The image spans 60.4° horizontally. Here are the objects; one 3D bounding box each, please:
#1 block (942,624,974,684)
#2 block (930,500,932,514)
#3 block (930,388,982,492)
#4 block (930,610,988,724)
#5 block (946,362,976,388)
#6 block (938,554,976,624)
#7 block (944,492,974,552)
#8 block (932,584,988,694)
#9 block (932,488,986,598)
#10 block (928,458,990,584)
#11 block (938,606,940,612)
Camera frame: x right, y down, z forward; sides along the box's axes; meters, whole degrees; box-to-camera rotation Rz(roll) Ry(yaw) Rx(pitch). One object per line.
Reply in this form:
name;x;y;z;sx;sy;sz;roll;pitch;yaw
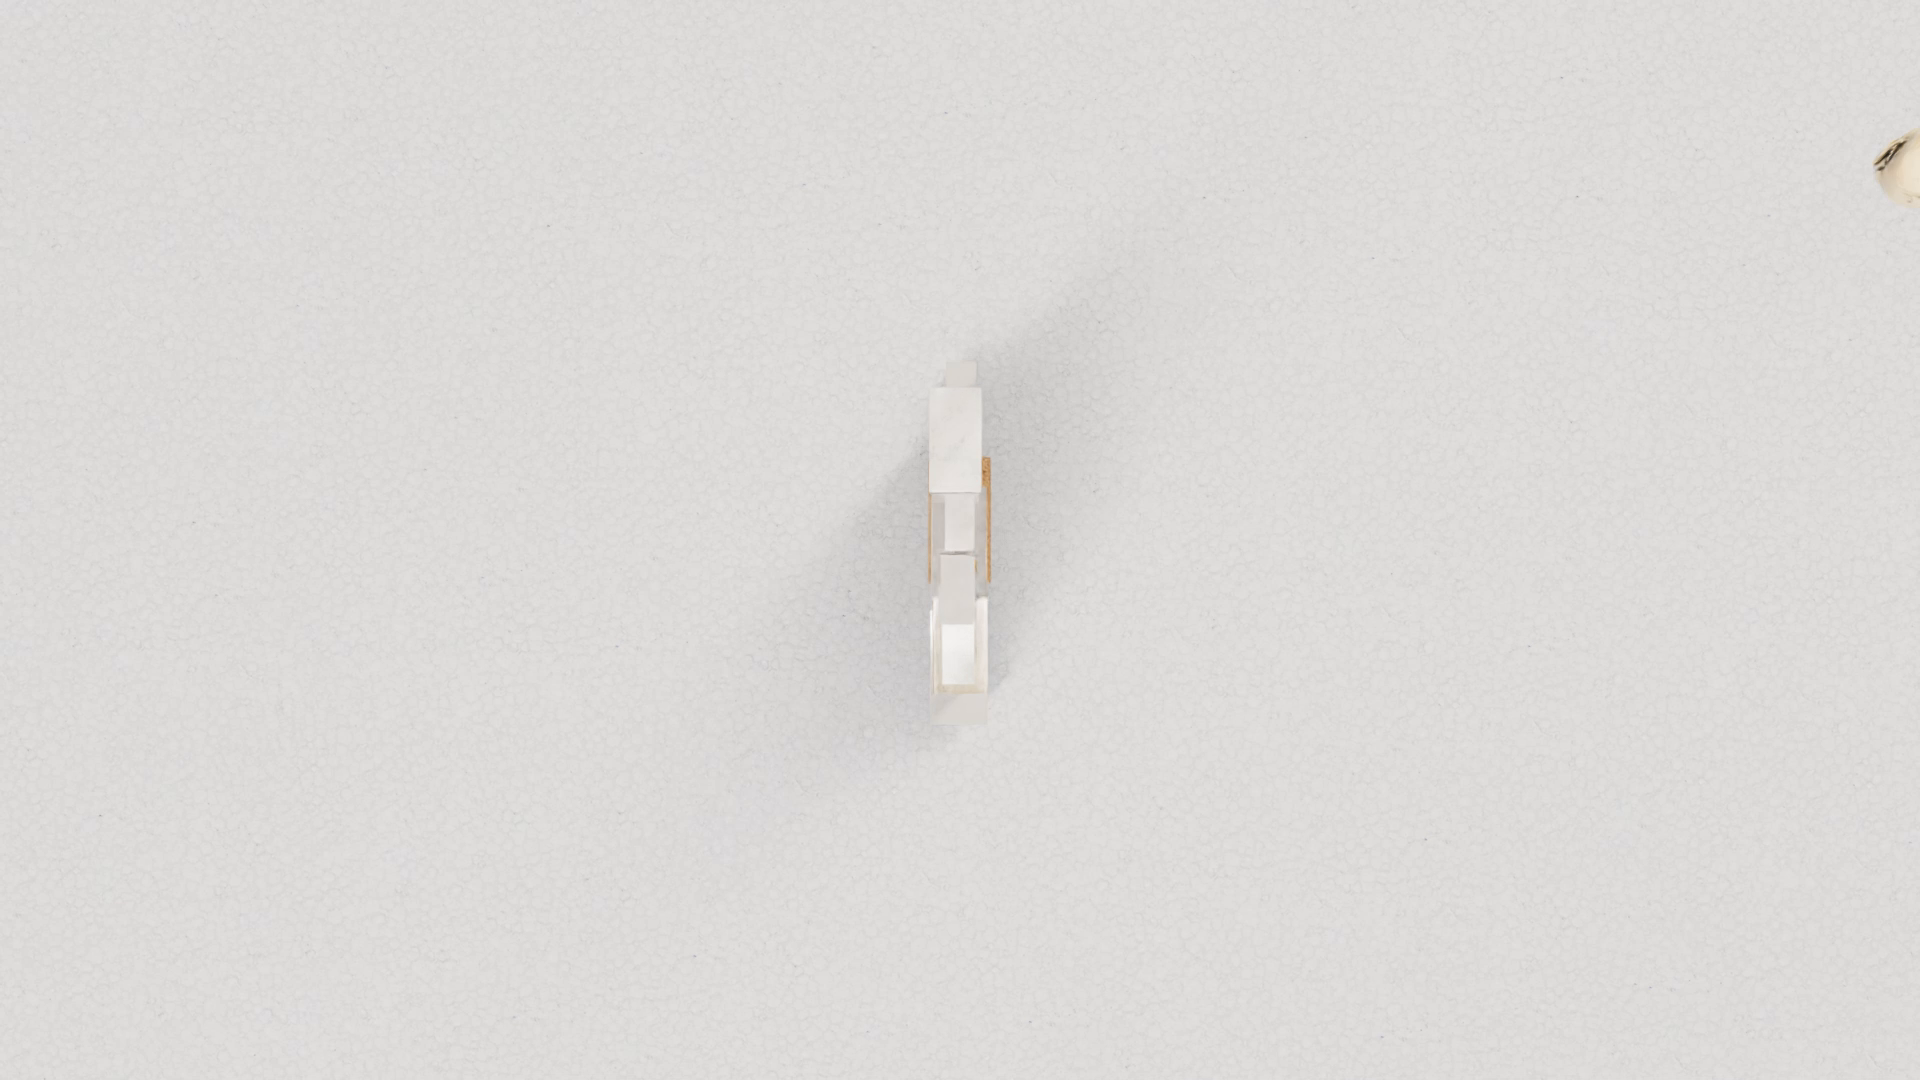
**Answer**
block;-0.004;0.287;4.256;0.084;0.024;0.168;0;90;0
block;-0.005;-0.084;4.312;0.138;0.276;0.039;0;90;0
block;-0.011;-0.241;3.991;0.126;0.036;0.252;0;89;0
block;-0.003;0.394;5.122;0.176;0.050;0.353;0;90;0
block;0.004;-0.472;5.290;0.098;0.028;0.196;0;90;0
block;-0.007;0.118;3.950;0.084;0.024;0.167;2;99;0
block;-0.001;-0.043;3.978;0.070;0.020;0.140;0;86;0
block;0.000;0.275;4.632;0.154;0.044;0.309;-1;90;0
block;-0.003;0.008;4.147;0.138;0.039;0.276;0;86;0
block;-0.002;-0.053;4.474;0.169;0.048;0.338;0;88;0
block;-0.009;0.170;4.204;0.084;0.464;0.024;-1;90;0
